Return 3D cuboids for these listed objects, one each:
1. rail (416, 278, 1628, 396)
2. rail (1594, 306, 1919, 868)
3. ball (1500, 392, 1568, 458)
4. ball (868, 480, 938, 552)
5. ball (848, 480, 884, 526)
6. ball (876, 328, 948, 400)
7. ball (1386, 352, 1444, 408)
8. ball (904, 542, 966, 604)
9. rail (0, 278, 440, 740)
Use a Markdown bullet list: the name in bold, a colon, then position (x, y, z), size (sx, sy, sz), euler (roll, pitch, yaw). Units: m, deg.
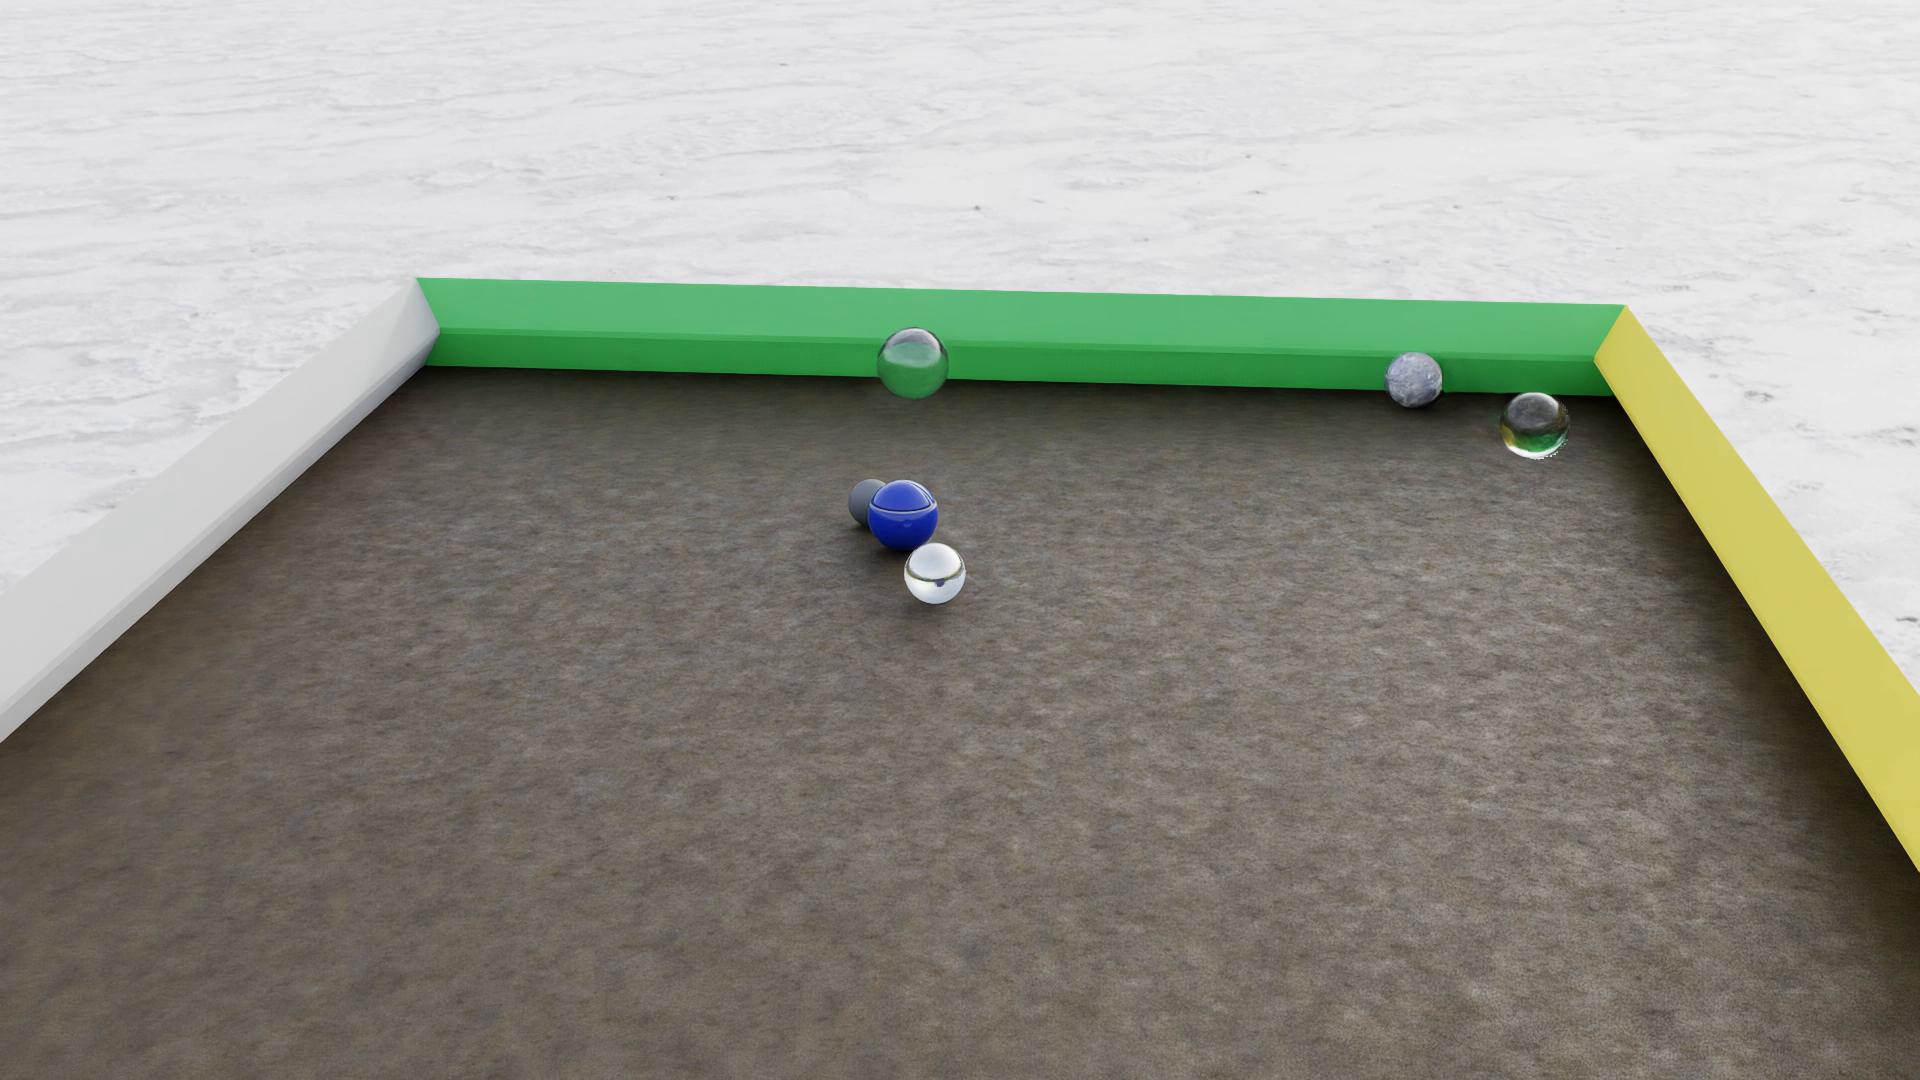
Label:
- **rail**: position (0.064, -0.279, 3.067), size (1.694, 0.128, 0.045), euler (2, 21, 5)
- **rail**: position (0.754, 0.262, 1.651), size (0.045, 0.128, 2.943), euler (2, 21, 5)
- **ball**: position (0.726, -0.145, 2.782), size (0.084, 0.084, 0.084), euler (0, 21, 0)
- **ball**: position (-0.064, -0.028, 2.479), size (0.081, 0.081, 0.081), euler (0, 21, 0)
- **ball**: position (-0.102, -0.043, 2.555), size (0.055, 0.055, 0.055), euler (0, 21, 0)
- **ball**: position (-0.065, -0.242, 3.015), size (0.099, 0.099, 0.099), euler (0, 21, 0)
- **ball**: position (0.616, -0.217, 2.981), size (0.076, 0.076, 0.076), euler (0, 21, 0)
- **ball**: position (-0.027, 0.035, 2.336), size (0.065, 0.065, 0.065), euler (0, 21, 0)
- **rail**: position (-0.886, 0.210, 1.789), size (0.045, 0.128, 2.943), euler (2, 21, 5)
